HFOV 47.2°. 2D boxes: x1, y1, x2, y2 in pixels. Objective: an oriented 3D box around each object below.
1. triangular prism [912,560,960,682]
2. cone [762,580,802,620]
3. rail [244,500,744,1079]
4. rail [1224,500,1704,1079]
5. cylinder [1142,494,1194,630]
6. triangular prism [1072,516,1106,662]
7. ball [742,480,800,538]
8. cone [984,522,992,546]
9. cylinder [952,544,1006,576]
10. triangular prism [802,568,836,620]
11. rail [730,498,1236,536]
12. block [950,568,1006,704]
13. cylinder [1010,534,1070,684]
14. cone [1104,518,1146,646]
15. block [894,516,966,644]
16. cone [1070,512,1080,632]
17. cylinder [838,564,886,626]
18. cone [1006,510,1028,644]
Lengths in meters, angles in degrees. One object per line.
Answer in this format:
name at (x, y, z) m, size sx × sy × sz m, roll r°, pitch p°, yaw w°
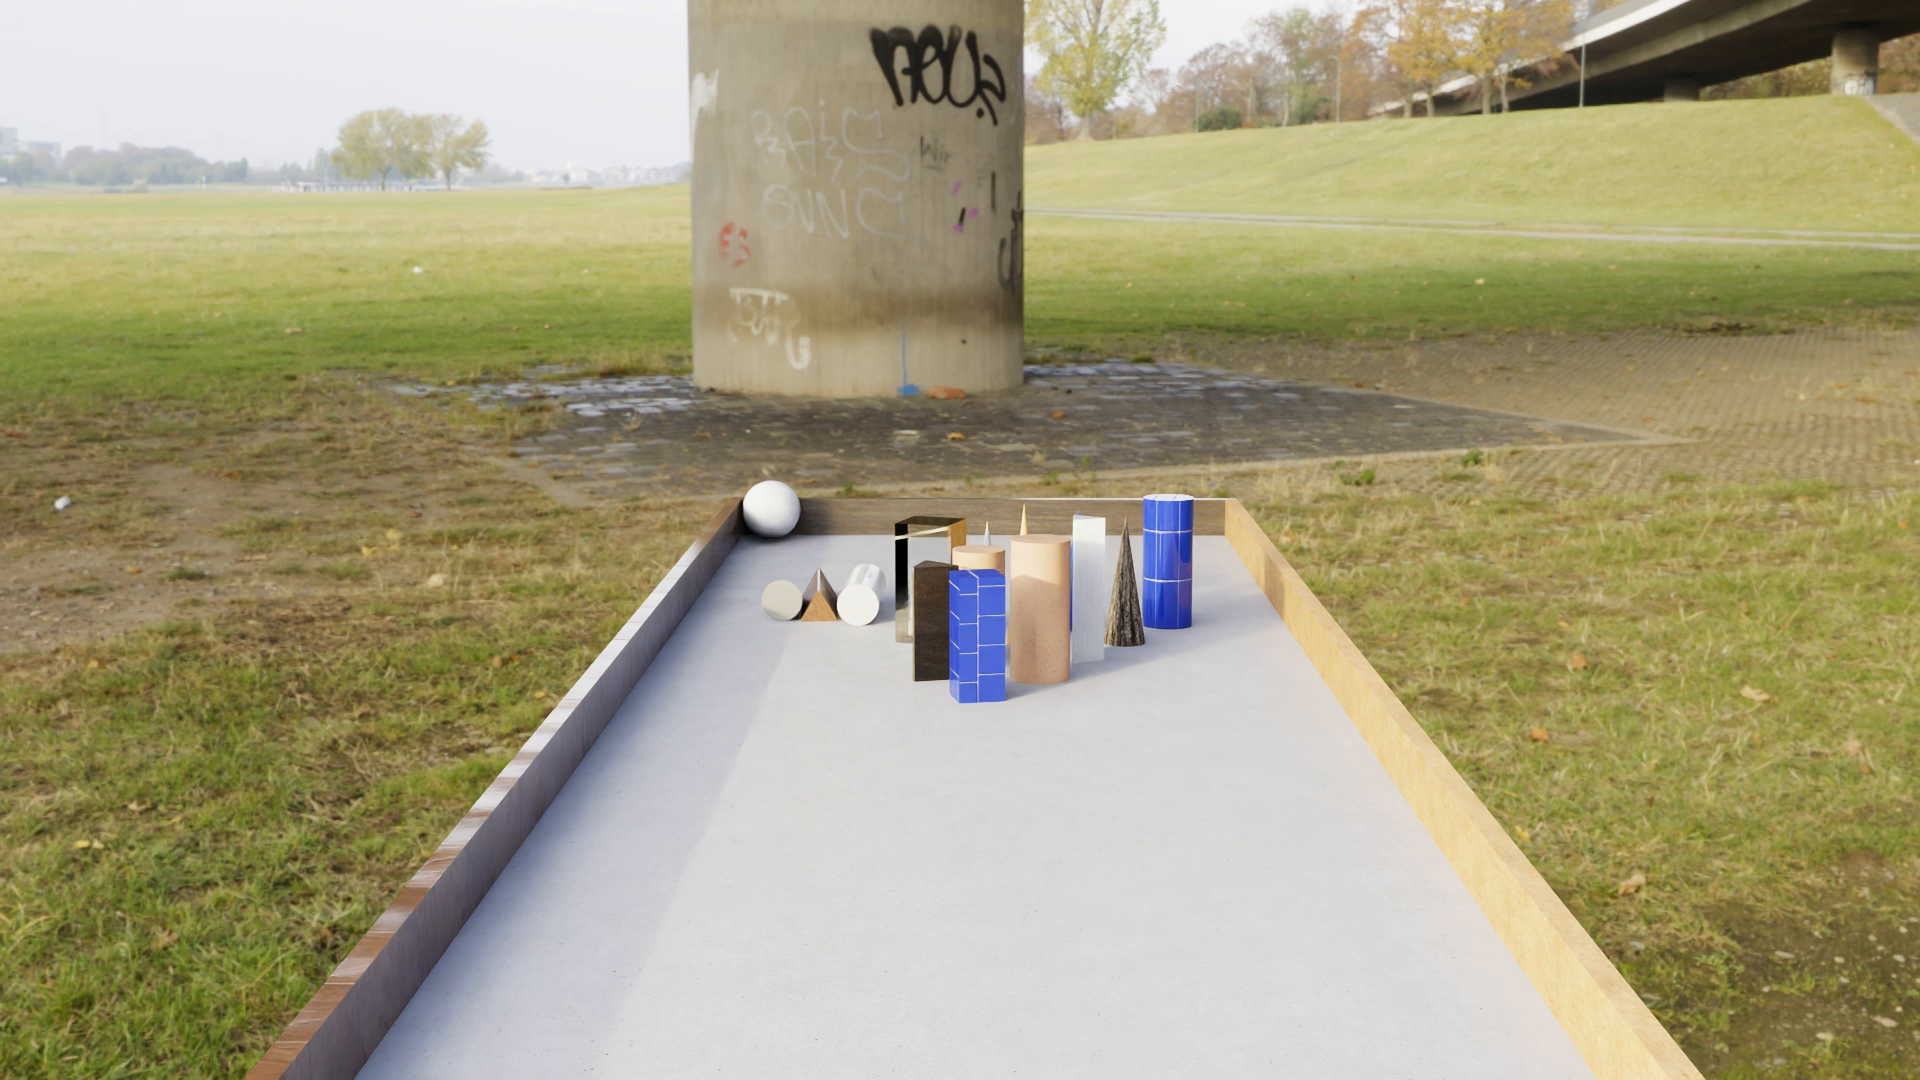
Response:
triangular prism at (-0.085, 0.234, 6.454) m, size 0.138 × 0.337 × 0.120 m, roll -2°, pitch 9°, yaw -15°
cone at (-0.581, 0.200, 7.532) m, size 0.136 × 0.136 × 0.445 m, roll 0°, pitch 0°, yaw 3°
rail at (-1.004, 0.839, 3.234) m, size 0.050 × 0.150 × 12.000 m, roll 0°, pitch 9°, yaw 1°
rail at (1.046, 0.843, 3.208) m, size 0.050 × 0.150 × 12.000 m, roll 0°, pitch 9°, yaw 1°
cylinder at (0.681, 0.070, 7.211) m, size 0.165 × 0.424 × 0.165 m, roll 0°, pitch 9°, yaw 0°
triangular prism at (0.369, 0.146, 6.688) m, size 0.109 × 0.437 × 0.094 m, roll -5°, pitch 10°, yaw -27°
ball at (-0.772, -0.126, 9.008) m, size 0.238 × 0.238 × 0.238 m, roll 0°, pitch 9°, yaw 0°
cone at (0.089, 0.109, 7.218) m, size 0.120 × 0.345 × 0.120 m, roll 0°, pitch 9°, yaw 0°
cylinder at (0.057, 0.195, 6.690) m, size 0.161 × 0.340 × 0.161 m, roll 0°, pitch 9°, yaw 0°
triangular prism at (-0.482, 0.182, 7.515) m, size 0.118 × 0.102 × 0.448 m, roll -1°, pitch 9°, yaw -3°
rail at (0.099, -0.098, 9.147) m, size 2.100 × 0.150 × 0.050 m, roll 0°, pitch 9°, yaw 1°
block at (0.048, 0.269, 6.180) m, size 0.132 × 0.355 × 0.132 m, roll -2°, pitch 9°, yaw -12°
cylinder at (0.234, 0.201, 6.425) m, size 0.176 × 0.413 × 0.176 m, roll 0°, pitch 9°, yaw 0°
cone at (0.520, 0.122, 6.929) m, size 0.132 × 0.411 × 0.132 m, roll 0°, pitch 9°, yaw 0°
block at (-0.092, 0.128, 6.987) m, size 0.176 × 0.381 × 0.176 m, roll 3°, pitch 10°, yaw 19°
cone at (0.385, 0.093, 7.178) m, size 0.145 × 0.390 × 0.145 m, roll 0°, pitch 9°, yaw 0°
cylinder at (-0.329, 0.182, 7.423) m, size 0.137 × 0.137 × 0.411 m, roll 0°, pitch 9°, yaw 2°
cone at (0.201, 0.104, 6.930) m, size 0.107 × 0.445 × 0.107 m, roll 0°, pitch 9°, yaw 0°
